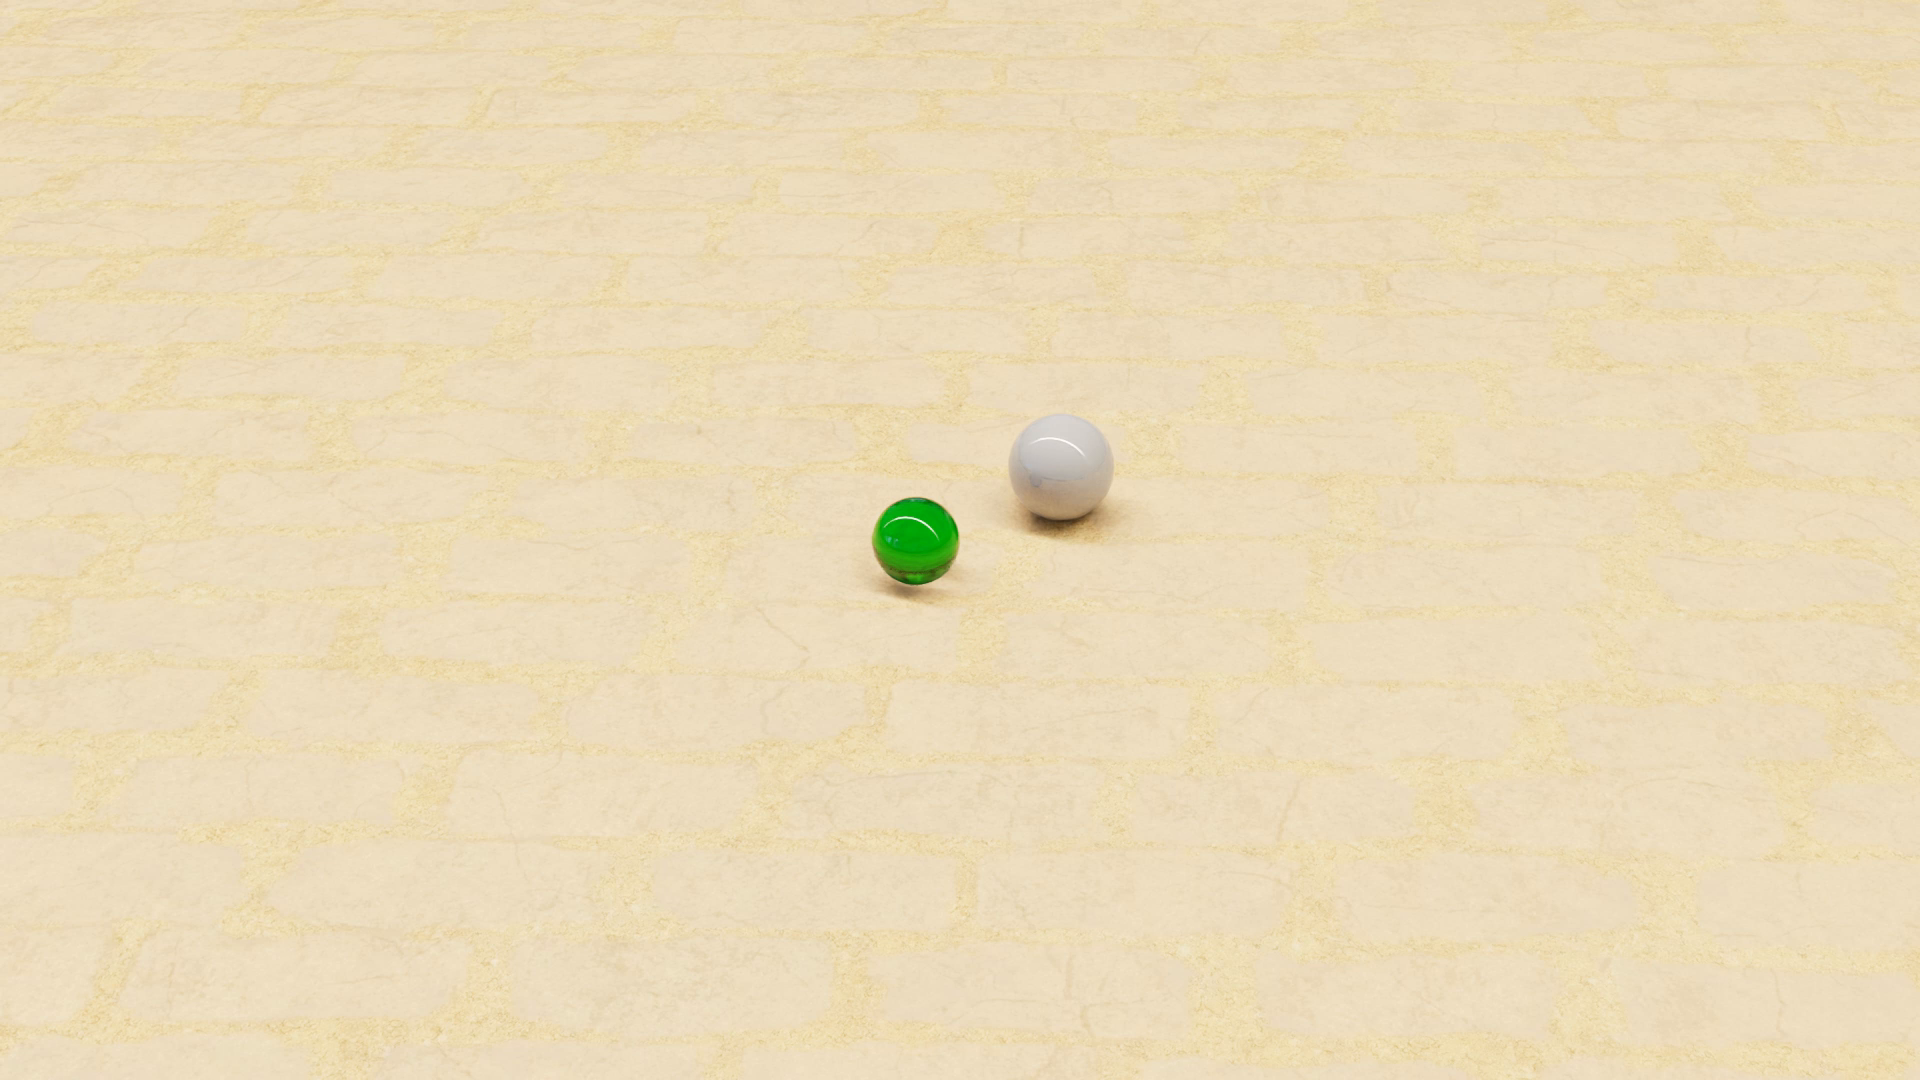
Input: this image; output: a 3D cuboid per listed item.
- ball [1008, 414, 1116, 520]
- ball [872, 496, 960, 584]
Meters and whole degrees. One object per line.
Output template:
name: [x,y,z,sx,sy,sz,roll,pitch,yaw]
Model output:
ball: [0.058,-0.042,1.671,0.061,0.061,0.061,0,31,0]
ball: [-0.024,0.000,1.614,0.049,0.049,0.049,0,31,0]
